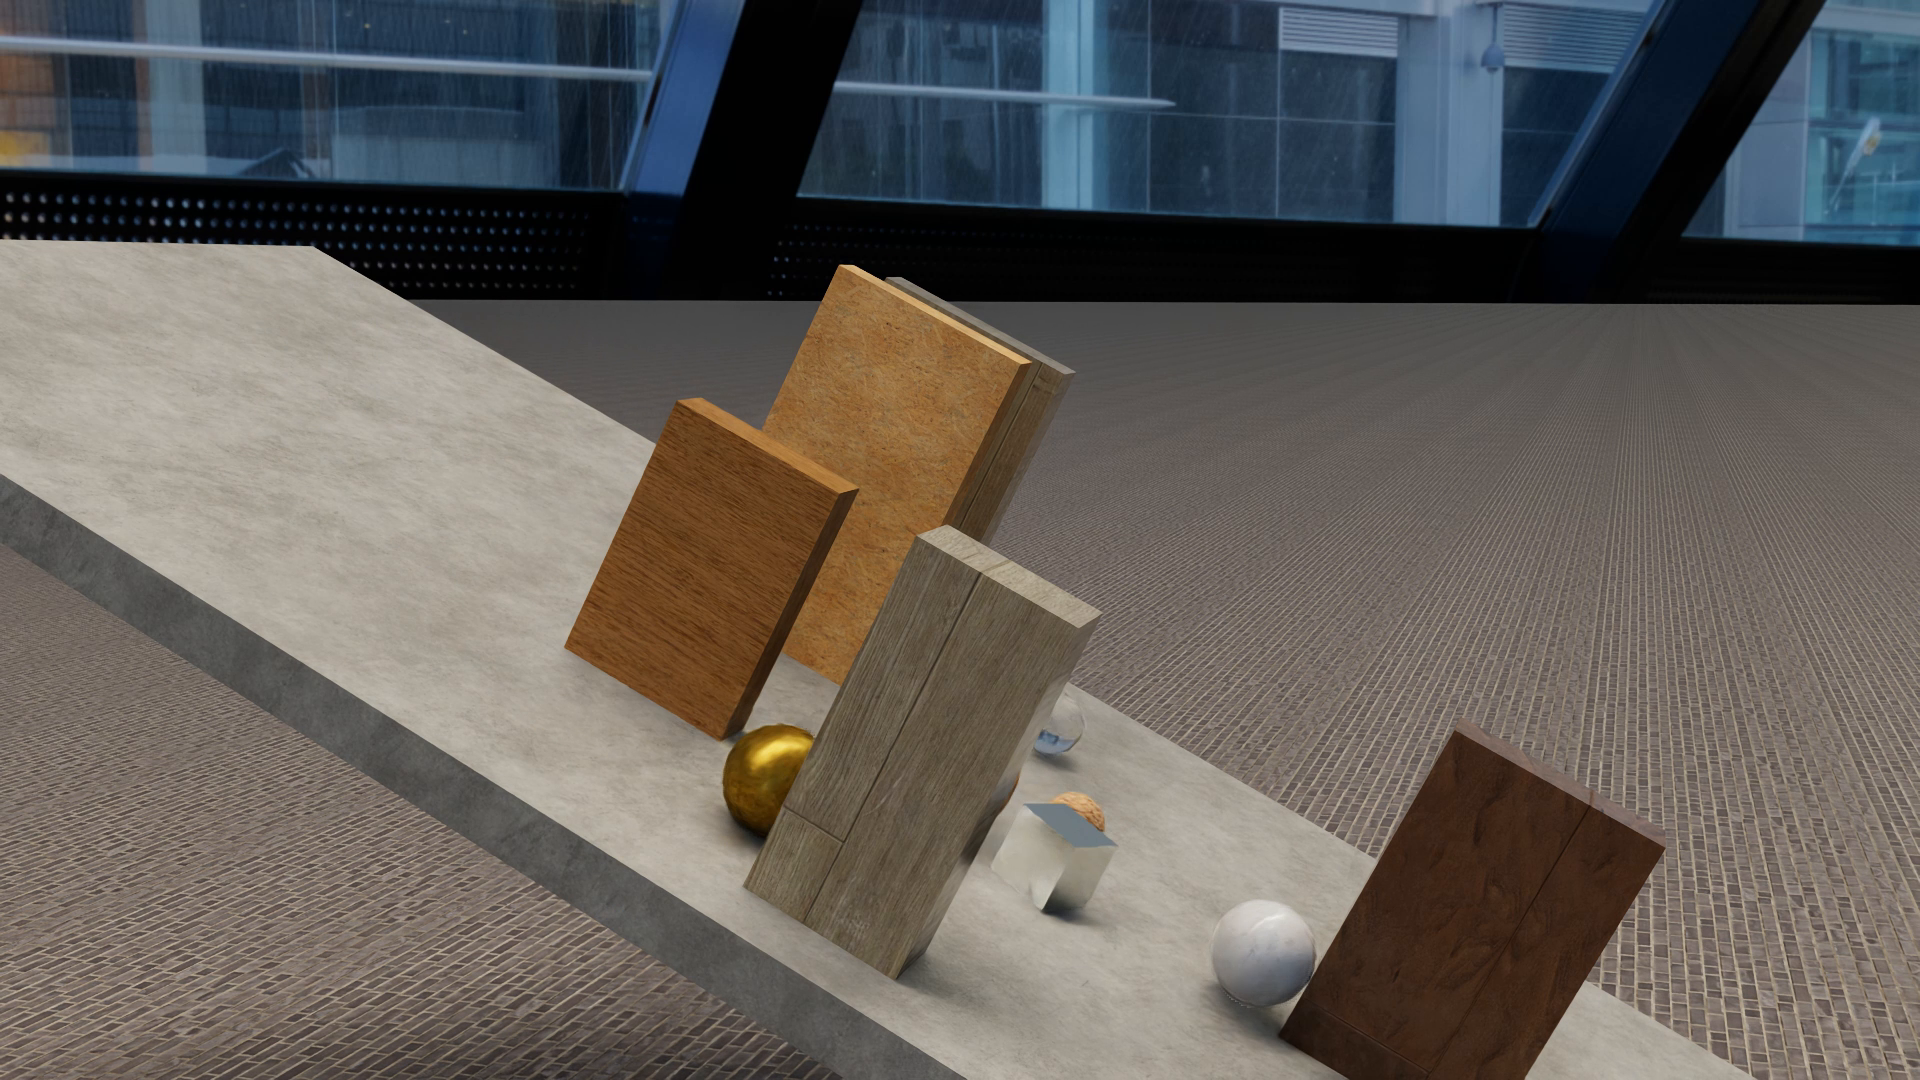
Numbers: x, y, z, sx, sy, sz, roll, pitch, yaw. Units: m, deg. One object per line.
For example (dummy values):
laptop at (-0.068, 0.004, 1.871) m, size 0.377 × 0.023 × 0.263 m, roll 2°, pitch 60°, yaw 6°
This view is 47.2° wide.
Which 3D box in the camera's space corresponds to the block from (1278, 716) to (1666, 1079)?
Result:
block at (0.846, 0.657, 3.658) m, size 0.374 × 0.611 × 0.117 m, roll 30°, pitch 14°, yaw 12°

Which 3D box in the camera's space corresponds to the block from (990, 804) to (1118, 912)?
block at (0.163, 0.549, 3.813) m, size 0.130 × 0.130 × 0.130 m, roll 36°, pitch 17°, yaw 35°

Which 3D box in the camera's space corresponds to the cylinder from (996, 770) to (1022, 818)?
cylinder at (-0.022, 0.403, 3.890) m, size 0.186 × 0.186 × 0.186 m, roll 34°, pitch 24°, yaw 28°

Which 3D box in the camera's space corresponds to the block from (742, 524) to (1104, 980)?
block at (-0.058, 0.314, 3.269) m, size 0.270 × 0.606 × 0.149 m, roll 30°, pitch 14°, yaw 12°

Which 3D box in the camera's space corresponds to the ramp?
ramp at (-0.233, 0.389, 4.153) m, size 4.000 × 0.100 × 2.000 m, roll 30°, pitch 14°, yaw 12°

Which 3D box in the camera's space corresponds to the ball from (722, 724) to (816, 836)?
ball at (-0.288, 0.383, 3.491) m, size 0.180 × 0.180 × 0.180 m, roll 0°, pitch 7°, yaw 0°

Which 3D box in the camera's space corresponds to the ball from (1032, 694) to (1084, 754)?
ball at (0.190, 0.374, 4.499) m, size 0.129 × 0.129 × 0.129 m, roll 0°, pitch 7°, yaw 0°

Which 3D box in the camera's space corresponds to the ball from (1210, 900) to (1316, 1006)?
ball at (0.515, 0.703, 3.743) m, size 0.180 × 0.180 × 0.180 m, roll 0°, pitch 7°, yaw 0°

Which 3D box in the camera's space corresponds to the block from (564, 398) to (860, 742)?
block at (-0.431, 0.049, 3.796) m, size 0.329 × 0.488 × 0.101 m, roll 30°, pitch 14°, yaw 12°

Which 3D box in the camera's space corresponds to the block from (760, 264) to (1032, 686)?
block at (-0.206, -0.116, 4.299) m, size 0.407 × 0.731 × 0.083 m, roll 30°, pitch 14°, yaw 12°

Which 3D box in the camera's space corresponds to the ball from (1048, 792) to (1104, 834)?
ball at (0.203, 0.515, 3.977) m, size 0.117 × 0.117 × 0.117 m, roll 0°, pitch 7°, yaw 0°

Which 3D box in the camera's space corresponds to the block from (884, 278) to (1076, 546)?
block at (-0.108, -0.144, 4.649) m, size 0.431 × 0.698 × 0.098 m, roll 30°, pitch 14°, yaw 12°
